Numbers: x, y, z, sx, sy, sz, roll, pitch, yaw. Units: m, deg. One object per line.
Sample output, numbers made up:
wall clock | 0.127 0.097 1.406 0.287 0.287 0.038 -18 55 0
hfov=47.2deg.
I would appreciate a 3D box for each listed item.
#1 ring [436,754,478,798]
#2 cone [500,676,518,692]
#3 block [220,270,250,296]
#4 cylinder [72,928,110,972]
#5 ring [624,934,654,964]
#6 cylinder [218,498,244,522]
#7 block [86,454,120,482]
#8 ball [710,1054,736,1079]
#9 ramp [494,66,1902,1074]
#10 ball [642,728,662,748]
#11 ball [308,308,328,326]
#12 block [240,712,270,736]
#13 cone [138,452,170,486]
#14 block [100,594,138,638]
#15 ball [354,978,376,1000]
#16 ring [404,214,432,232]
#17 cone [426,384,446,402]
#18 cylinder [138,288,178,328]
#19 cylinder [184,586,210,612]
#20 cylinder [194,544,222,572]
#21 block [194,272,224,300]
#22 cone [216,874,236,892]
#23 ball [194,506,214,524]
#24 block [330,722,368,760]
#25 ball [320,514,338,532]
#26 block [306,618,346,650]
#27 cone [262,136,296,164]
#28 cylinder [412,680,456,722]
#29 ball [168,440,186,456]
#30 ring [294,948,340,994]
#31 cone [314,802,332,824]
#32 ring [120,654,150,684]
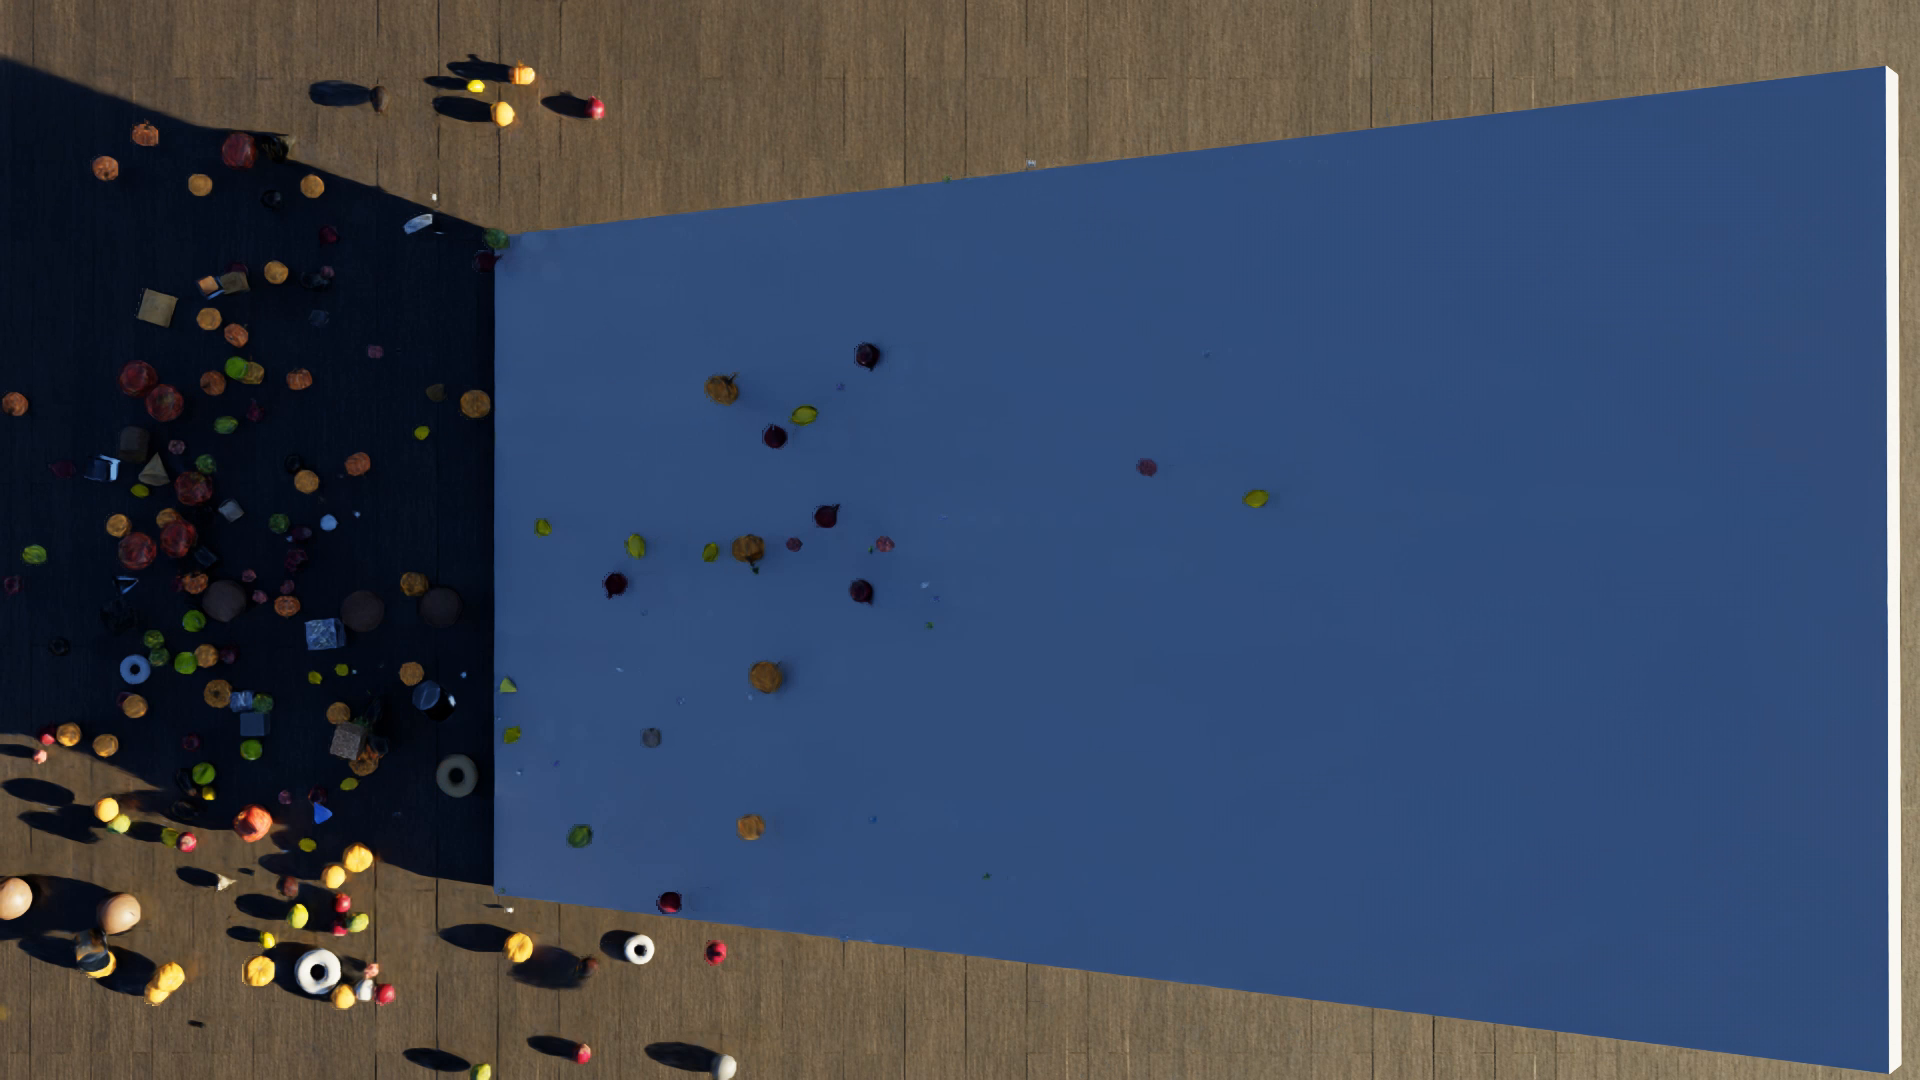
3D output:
ring | -1.540 0.721 6.730 0.135 0.045 0.135 0 92 9
cone | -1.352 0.444 6.623 0.051 0.051 0.051 23 90 6
block | -2.196 -0.775 6.660 0.058 0.058 0.058 -17 89 5
cylinder | -2.620 1.239 6.634 0.093 0.093 0.093 -35 48 0
ring | -0.985 1.255 6.743 0.093 0.031 0.093 0 90 -1
cylinder | -2.231 -0.092 6.729 0.057 0.057 0.057 -33 111 0
block | -2.623 -0.218 6.725 0.065 0.065 0.065 15 101 10
ball | -0.724 1.609 6.714 0.081 0.081 0.081 0 90 0
ramp | 0.241 0.067 5.565 4.000 0.100 2.000 0 89 36
ball | -0.879 0.564 6.265 0.054 0.054 0.054 0 90 0
ball | -1.966 -0.684 6.743 0.058 0.058 0.058 0 90 0
block | -2.155 0.561 6.728 0.070 0.070 0.070 -2 90 0
cone | -2.466 -0.229 6.740 0.095 0.095 0.095 -1 70 0
block | -2.553 0.233 6.683 0.079 0.079 0.079 -28 69 -34
ball | -1.819 1.375 6.724 0.066 0.066 0.066 0 90 0
ring | -1.652 -0.966 6.706 0.096 0.096 0.032 -26 98 0
cone | -1.590 -0.463 6.723 0.062 0.062 0.062 50 134 0
cylinder | -2.455 -0.709 6.725 0.095 0.095 0.095 17 89 0
cylinder | -2.336 0.182 6.733 0.057 0.057 0.057 32 101 0
cylinder | -2.304 0.056 6.735 0.059 0.059 0.059 -41 84 0
block | -2.300 -0.779 6.746 0.056 0.056 0.056 -28 90 0
cone | -2.250 1.049 6.747 0.056 0.056 0.056 0 90 -27
ball | -2.316 -0.078 6.739 0.058 0.058 0.058 0 90 0
block | -1.848 0.608 6.654 0.080 0.080 0.080 16 101 -2
ball | -1.935 -0.053 6.741 0.052 0.052 0.052 0 90 0
block | -1.936 0.287 6.718 0.090 0.090 0.090 -6 90 3
cone | -2.067 -1.218 6.738 0.098 0.098 0.098 47 56 0
cylinder | -1.601 0.490 6.689 0.095 0.095 0.095 -7 62 14
ball | -2.402 -0.284 6.744 0.050 0.050 0.050 0 90 0
ring | -1.967 1.321 6.734 0.142 0.047 0.142 0 88 0
cone | -1.947 0.818 6.678 0.060 0.060 0.060 -37 66 0
ring | -2.531 0.396 6.749 0.093 0.031 0.093 0 88 0
